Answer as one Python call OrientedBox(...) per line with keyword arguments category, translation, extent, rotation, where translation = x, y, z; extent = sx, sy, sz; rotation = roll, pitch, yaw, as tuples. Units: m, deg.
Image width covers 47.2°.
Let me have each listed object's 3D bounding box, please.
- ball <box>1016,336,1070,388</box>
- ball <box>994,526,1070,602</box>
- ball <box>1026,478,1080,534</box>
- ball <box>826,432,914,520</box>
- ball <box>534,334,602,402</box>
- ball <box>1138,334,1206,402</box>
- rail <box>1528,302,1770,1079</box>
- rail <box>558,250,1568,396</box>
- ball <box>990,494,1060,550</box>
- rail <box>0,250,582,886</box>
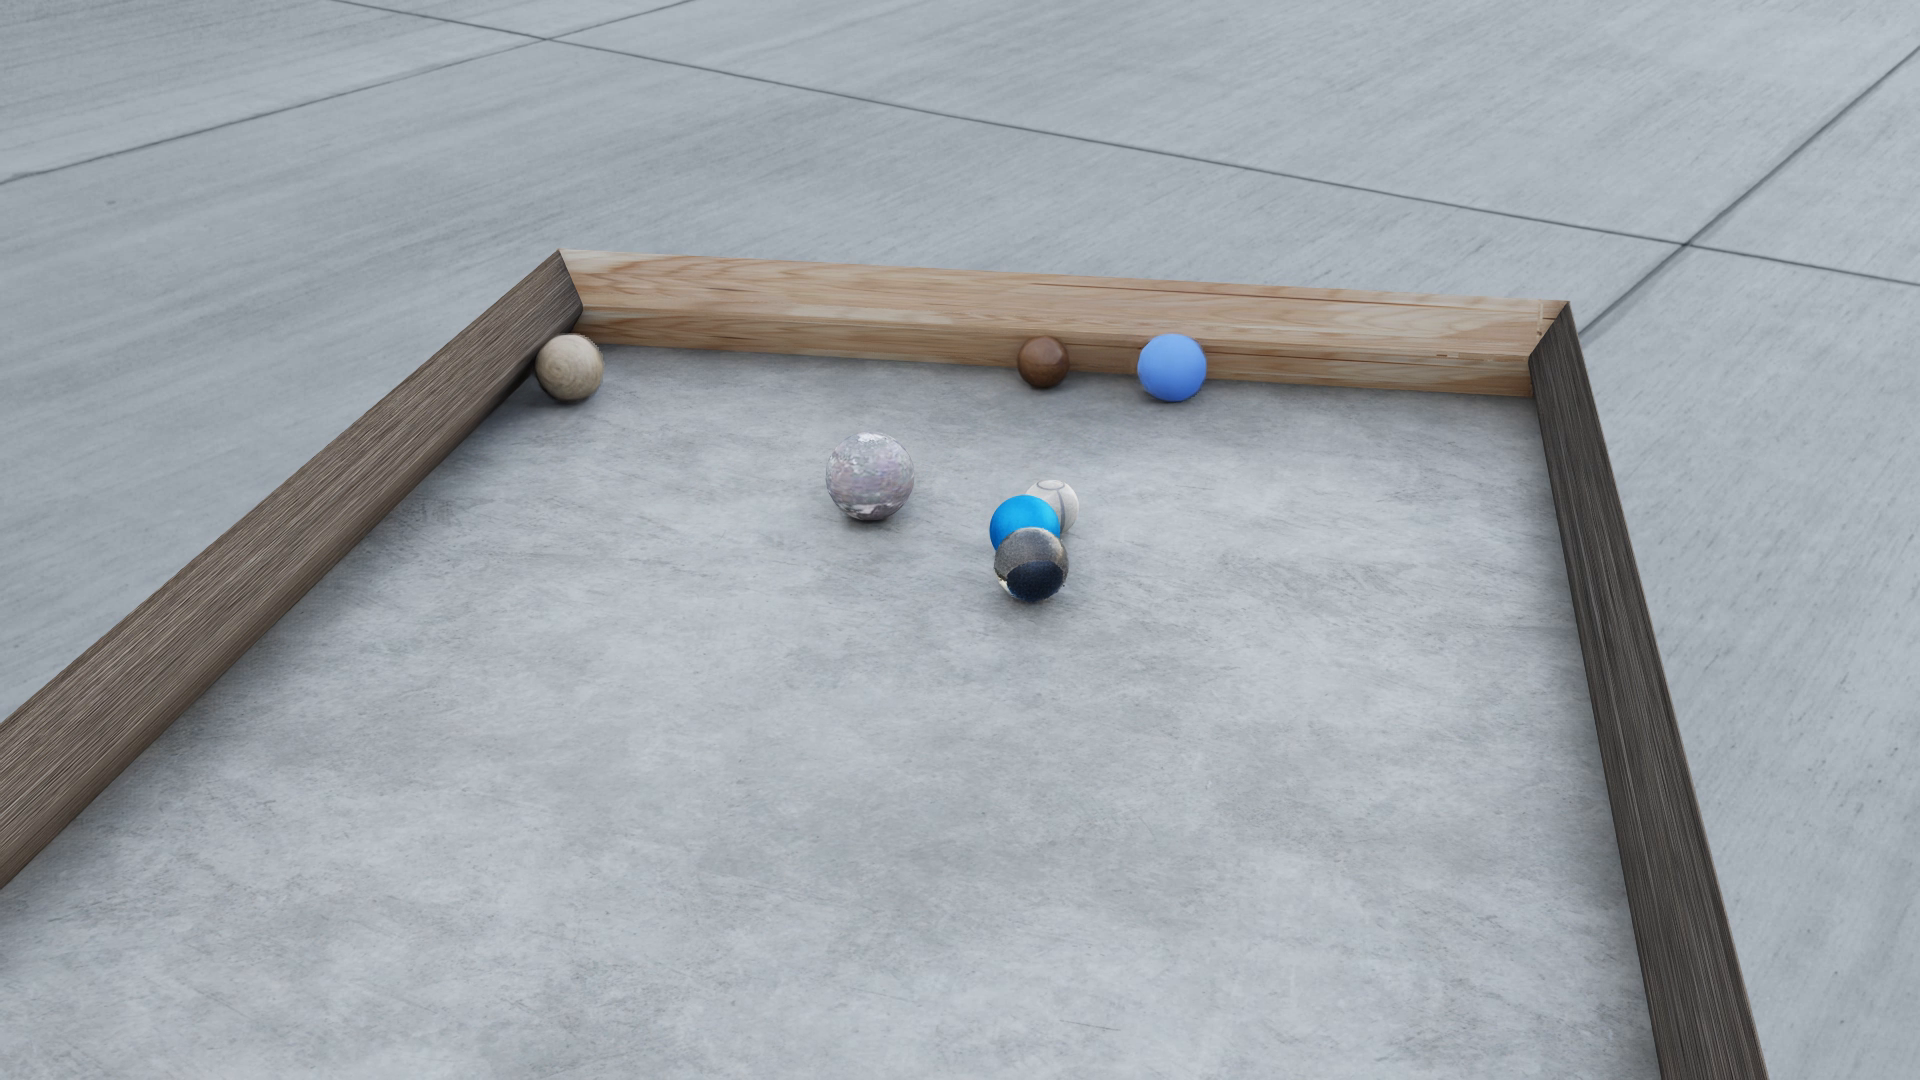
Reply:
OrientedBox(category="ball", translation=(0.104, -0.223, 2.746), extent=(0.066, 0.066, 0.066), rotation=(0, 24, 0))
OrientedBox(category="ball", translation=(0.071, 0.024, 2.185), extent=(0.075, 0.075, 0.075), rotation=(0, 24, 0))
OrientedBox(category="ball", translation=(0.096, -0.035, 2.333), extent=(0.061, 0.061, 0.061), rotation=(0, 24, 0))
OrientedBox(category="ball", translation=(-0.097, -0.069, 2.366), extent=(0.096, 0.096, 0.096), rotation=(0, 24, 0))
OrientedBox(category="ball", translation=(-0.480, -0.211, 2.699), extent=(0.083, 0.083, 0.083), rotation=(0, 24, 0))
OrientedBox(category="ball", translation=(0.260, -0.212, 2.700), extent=(0.084, 0.084, 0.084), rotation=(0, 24, 0))
OrientedBox(category="rail", translation=(0.502, 0.275, 1.563), extent=(0.045, 0.125, 2.527), rotation=(4, 24, 9))
OrientedBox(category="rail", translation=(0.104, -0.269, 2.774), extent=(1.285, 0.125, 0.045), rotation=(4, 24, 9))
OrientedBox(category="ball", translation=(0.067, -0.010, 2.263), extent=(0.073, 0.073, 0.073), rotation=(0, 24, 0))
OrientedBox(category="rail", translation=(-0.718, 0.188, 1.756), extent=(0.045, 0.125, 2.527), rotation=(4, 24, 9))
